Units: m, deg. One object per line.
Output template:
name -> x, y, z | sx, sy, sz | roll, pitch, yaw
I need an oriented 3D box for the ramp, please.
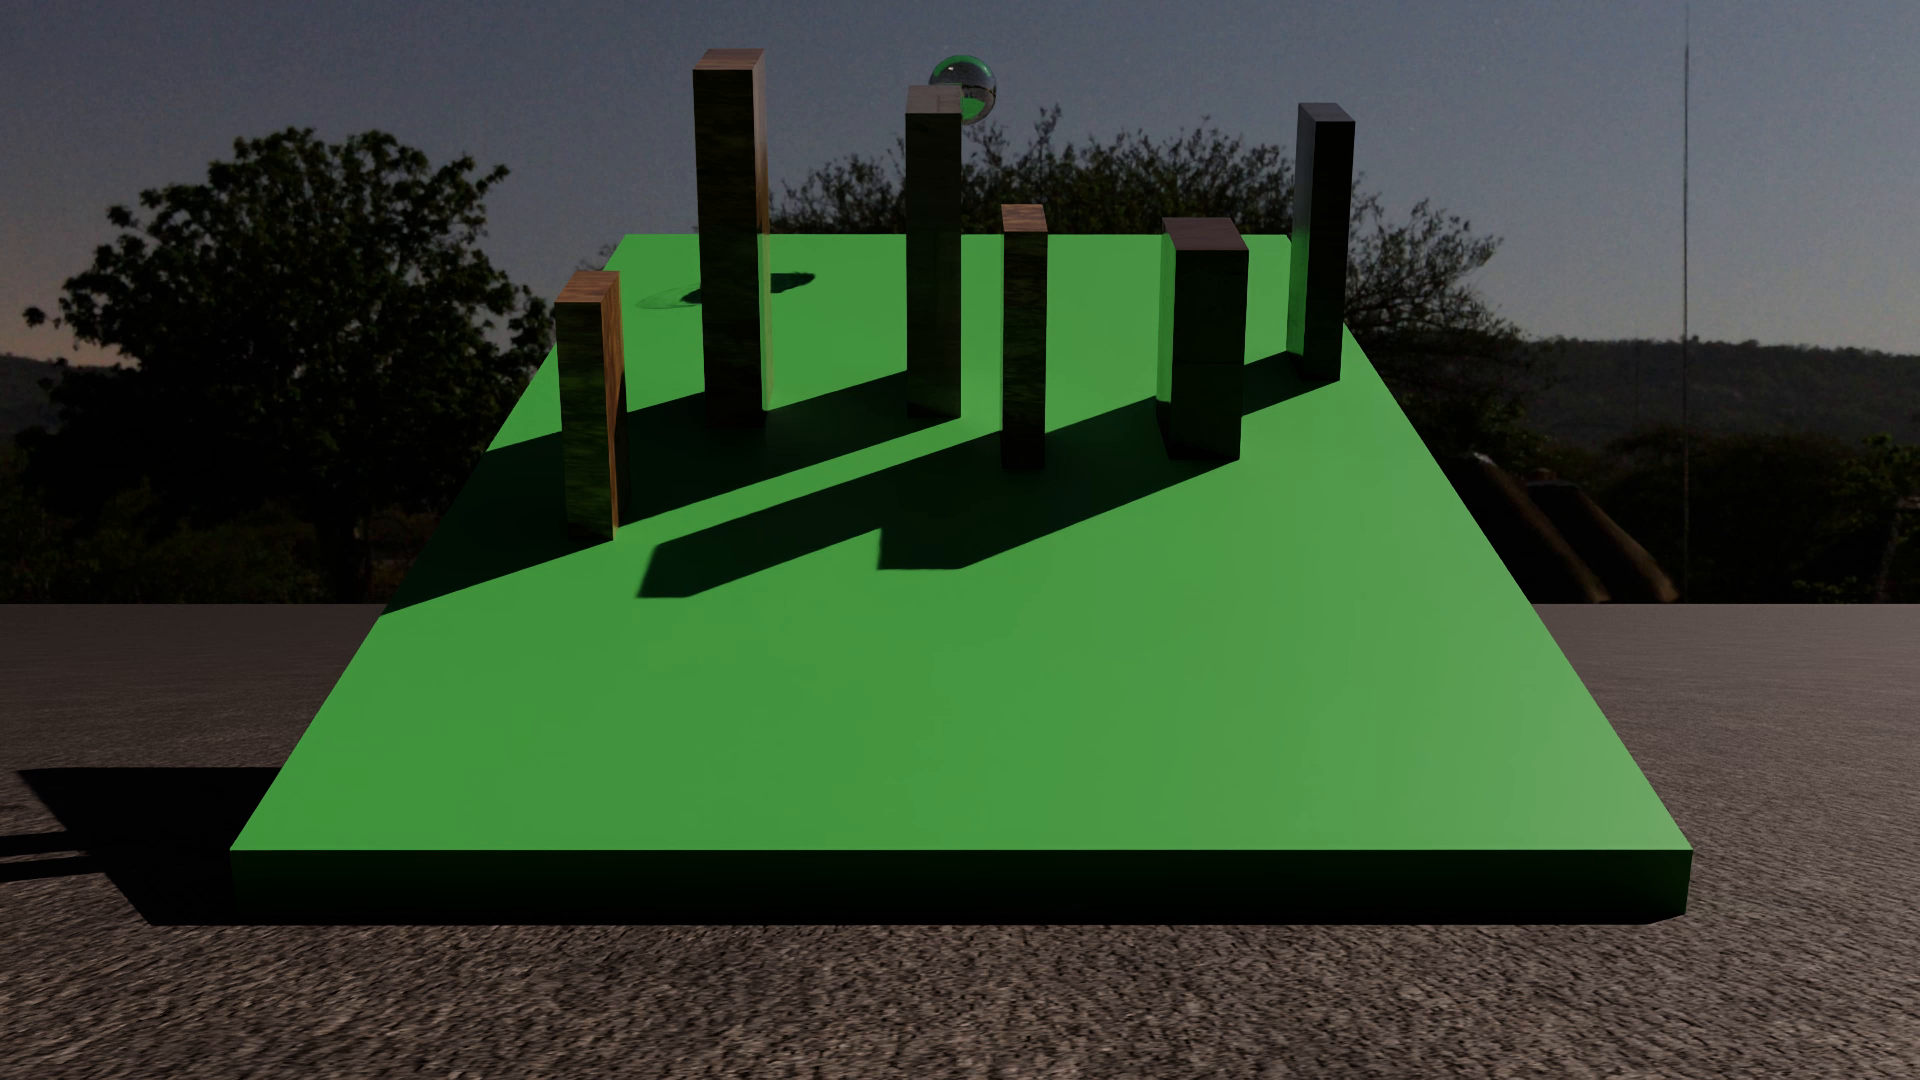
ramp -> -0.005, -0.204, 4.990 | 2.000, 0.100, 4.000 | 0, 20, 0

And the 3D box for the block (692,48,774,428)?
block -> -0.494, -0.666, 4.979 | 0.124, 0.775, 0.327 | 0, 20, 0

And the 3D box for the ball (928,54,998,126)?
ball -> 0.007, -1.326, 6.669 | 0.206, 0.206, 0.206 | 0, -1, 0

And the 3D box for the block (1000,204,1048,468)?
block -> 0.131, -0.428, 4.727 | 0.087, 0.498, 0.274 | 0, 20, 0

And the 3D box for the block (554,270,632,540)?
block -> -0.696, -0.259, 4.310 | 0.084, 0.459, 0.255 | 0, 20, 0

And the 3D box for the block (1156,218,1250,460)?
block -> 0.512, -0.434, 4.824 | 0.148, 0.446, 0.326 | 0, 20, 0

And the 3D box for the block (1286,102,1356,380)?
block -> 0.849, -0.707, 5.348 | 0.090, 0.607, 0.271 | 0, 20, 0

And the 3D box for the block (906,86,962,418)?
block -> -0.058, -0.658, 5.108 | 0.119, 0.673, 0.405 | 0, 20, 0
